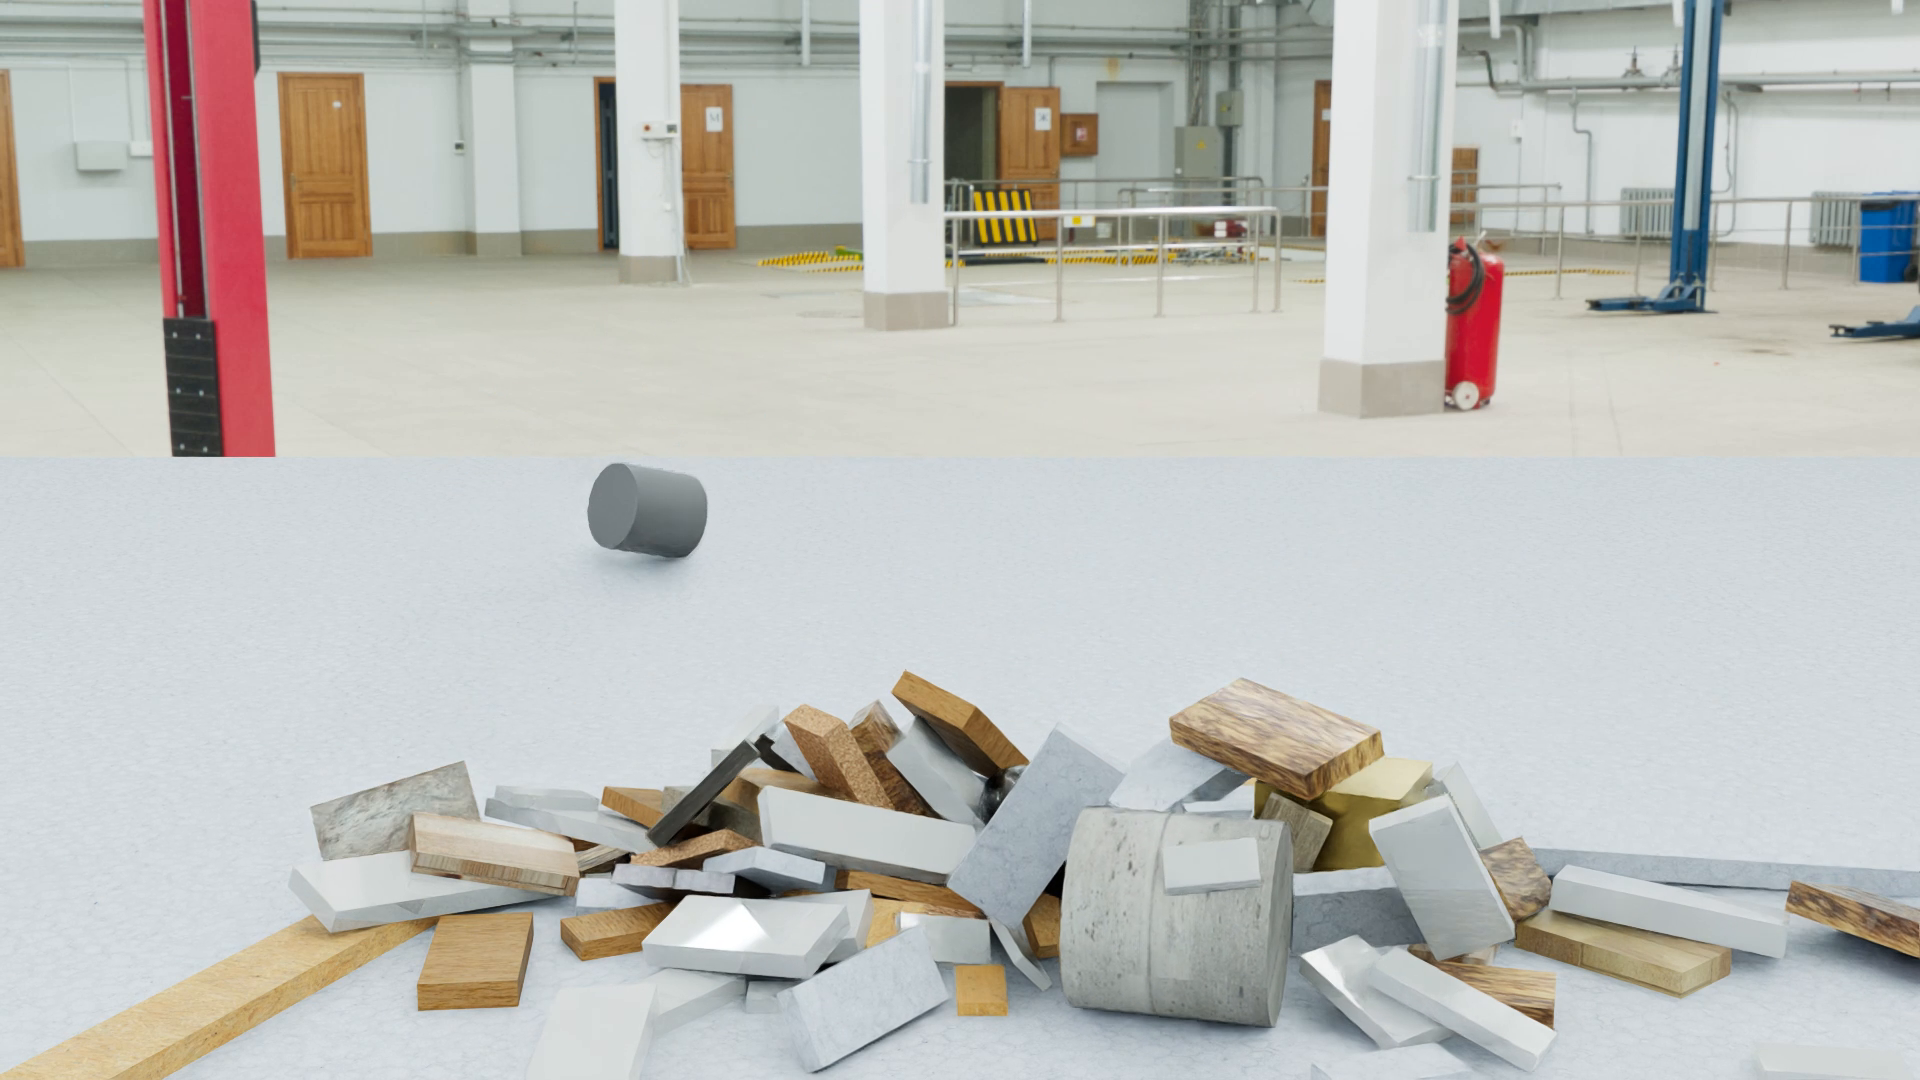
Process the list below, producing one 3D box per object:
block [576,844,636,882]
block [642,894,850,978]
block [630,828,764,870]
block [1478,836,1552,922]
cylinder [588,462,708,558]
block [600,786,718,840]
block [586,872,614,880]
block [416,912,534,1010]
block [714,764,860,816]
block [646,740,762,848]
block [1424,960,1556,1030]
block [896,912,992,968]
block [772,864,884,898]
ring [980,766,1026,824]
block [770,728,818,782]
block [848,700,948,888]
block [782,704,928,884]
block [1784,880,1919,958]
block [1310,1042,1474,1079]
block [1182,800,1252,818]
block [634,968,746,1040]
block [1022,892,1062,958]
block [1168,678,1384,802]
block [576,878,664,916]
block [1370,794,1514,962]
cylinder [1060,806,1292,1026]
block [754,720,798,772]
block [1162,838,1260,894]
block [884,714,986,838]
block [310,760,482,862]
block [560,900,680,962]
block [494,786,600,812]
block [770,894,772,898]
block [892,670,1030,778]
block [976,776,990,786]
[{"bbox_3d":[-0.629,0.556,3.799,0.070,0.020,0.140,7,13,33],"label":"block"},{"bbox_3d":[-0.317,0.588,3.269,0.276,0.039,0.138,-1,22,25],"label":"block"},{"bbox_3d":[-0.417,0.523,3.560,0.228,0.032,0.114,-21,-38,37],"label":"block"},{"bbox_3d":[0.879,0.543,3.502,0.033,0.117,0.235,-38,-19,25],"label":"block"},{"bbox_3d":[-0.919,-0.085,6.467,0.251,0.251,0.251,10,1,-43],"label":"cylinder"},{"bbox_3d":[-0.504,0.466,3.756,0.112,0.032,0.223,10,3,-42],"label":"block"},{"bbox_3d":[-0.584,0.584,3.646,0.070,0.020,0.139,-2,11,-10],"label":"block"},{"bbox_3d":[-0.728,0.634,3.323,0.143,0.040,0.285,-1,11,-6],"label":"block"},{"bbox_3d":[-0.280,0.428,3.626,0.156,0.044,0.312,10,1,-28],"label":"block"},{"bbox_3d":[-0.412,0.409,3.551,0.216,0.031,0.108,-44,-2,-5],"label":"block"},{"bbox_3d":[0.715,0.658,3.191,0.285,0.040,0.143,3,11,16],"label":"block"},{"bbox_3d":[-0.025,0.606,3.321,0.144,0.072,0.020,8,-31,-20],"label":"block"},{"bbox_3d":[-0.207,0.561,3.563,0.191,0.095,0.027,0,11,1],"label":"block"},{"bbox_3d":[0.172,0.491,3.640,0.315,0.105,0.315,33,12,-8],"label":"ring"},{"bbox_3d":[-0.178,0.430,3.860,0.325,0.046,0.162,39,11,-1],"label":"block"},{"bbox_3d":[-0.078,0.432,3.708,0.046,0.325,0.162,-33,4,11],"label":"block"},{"bbox_3d":[-0.170,0.430,3.664,0.046,0.325,0.162,-35,21,-20],"label":"block"},{"bbox_3d":[1.461,0.599,3.350,0.173,0.049,0.346,11,3,-36],"label":"block"},{"bbox_3d":[0.575,0.713,2.931,0.190,0.027,0.095,-4,11,-19],"label":"block"},{"bbox_3d":[0.401,0.515,3.493,0.105,0.210,0.030,-2,22,-8],"label":"block"},{"bbox_3d":[-0.425,0.665,3.177,0.111,0.031,0.222,7,13,35],"label":"block"},{"bbox_3d":[0.219,0.580,3.446,0.249,0.035,0.125,-4,47,-19],"label":"block"},{"bbox_3d":[0.510,0.319,3.574,0.165,0.047,0.330,-26,25,-27],"label":"block"},{"bbox_3d":[-0.549,0.582,3.568,0.139,0.020,0.070,3,30,-6],"label":"block"},{"bbox_3d":[0.705,0.495,3.215,0.121,0.243,0.034,-23,19,21],"label":"block"},{"bbox_3d":[0.316,0.538,3.163,0.289,0.289,0.289,3,11,15],"label":"cylinder"},{"bbox_3d":[-0.228,0.434,3.937,0.290,0.041,0.145,40,19,7],"label":"block"},{"bbox_3d":[0.346,0.449,3.028,0.130,0.018,0.065,-7,53,8],"label":"block"},{"bbox_3d":[0.012,0.446,3.695,0.046,0.327,0.163,-41,3,11],"label":"block"},{"bbox_3d":[-0.953,0.480,3.732,0.266,0.133,0.038,-16,-18,-10],"label":"block"},{"bbox_3d":[-0.487,0.610,3.473,0.262,0.031,0.111,-5,12,-26],"label":"block"},{"bbox_3d":[-0.711,0.445,3.787,0.159,0.023,0.080,8,1,-33],"label":"block"},{"bbox_3d":[-0.284,0.552,3.636,0.222,0.031,0.111,0,43,3],"label":"block"},{"bbox_3d":[0.021,0.345,3.828,0.163,0.046,0.327,24,-15,36],"label":"block"},{"bbox_3d":[0.083,0.484,3.884,0.327,0.046,0.163,17,13,10],"label":"block"}]
